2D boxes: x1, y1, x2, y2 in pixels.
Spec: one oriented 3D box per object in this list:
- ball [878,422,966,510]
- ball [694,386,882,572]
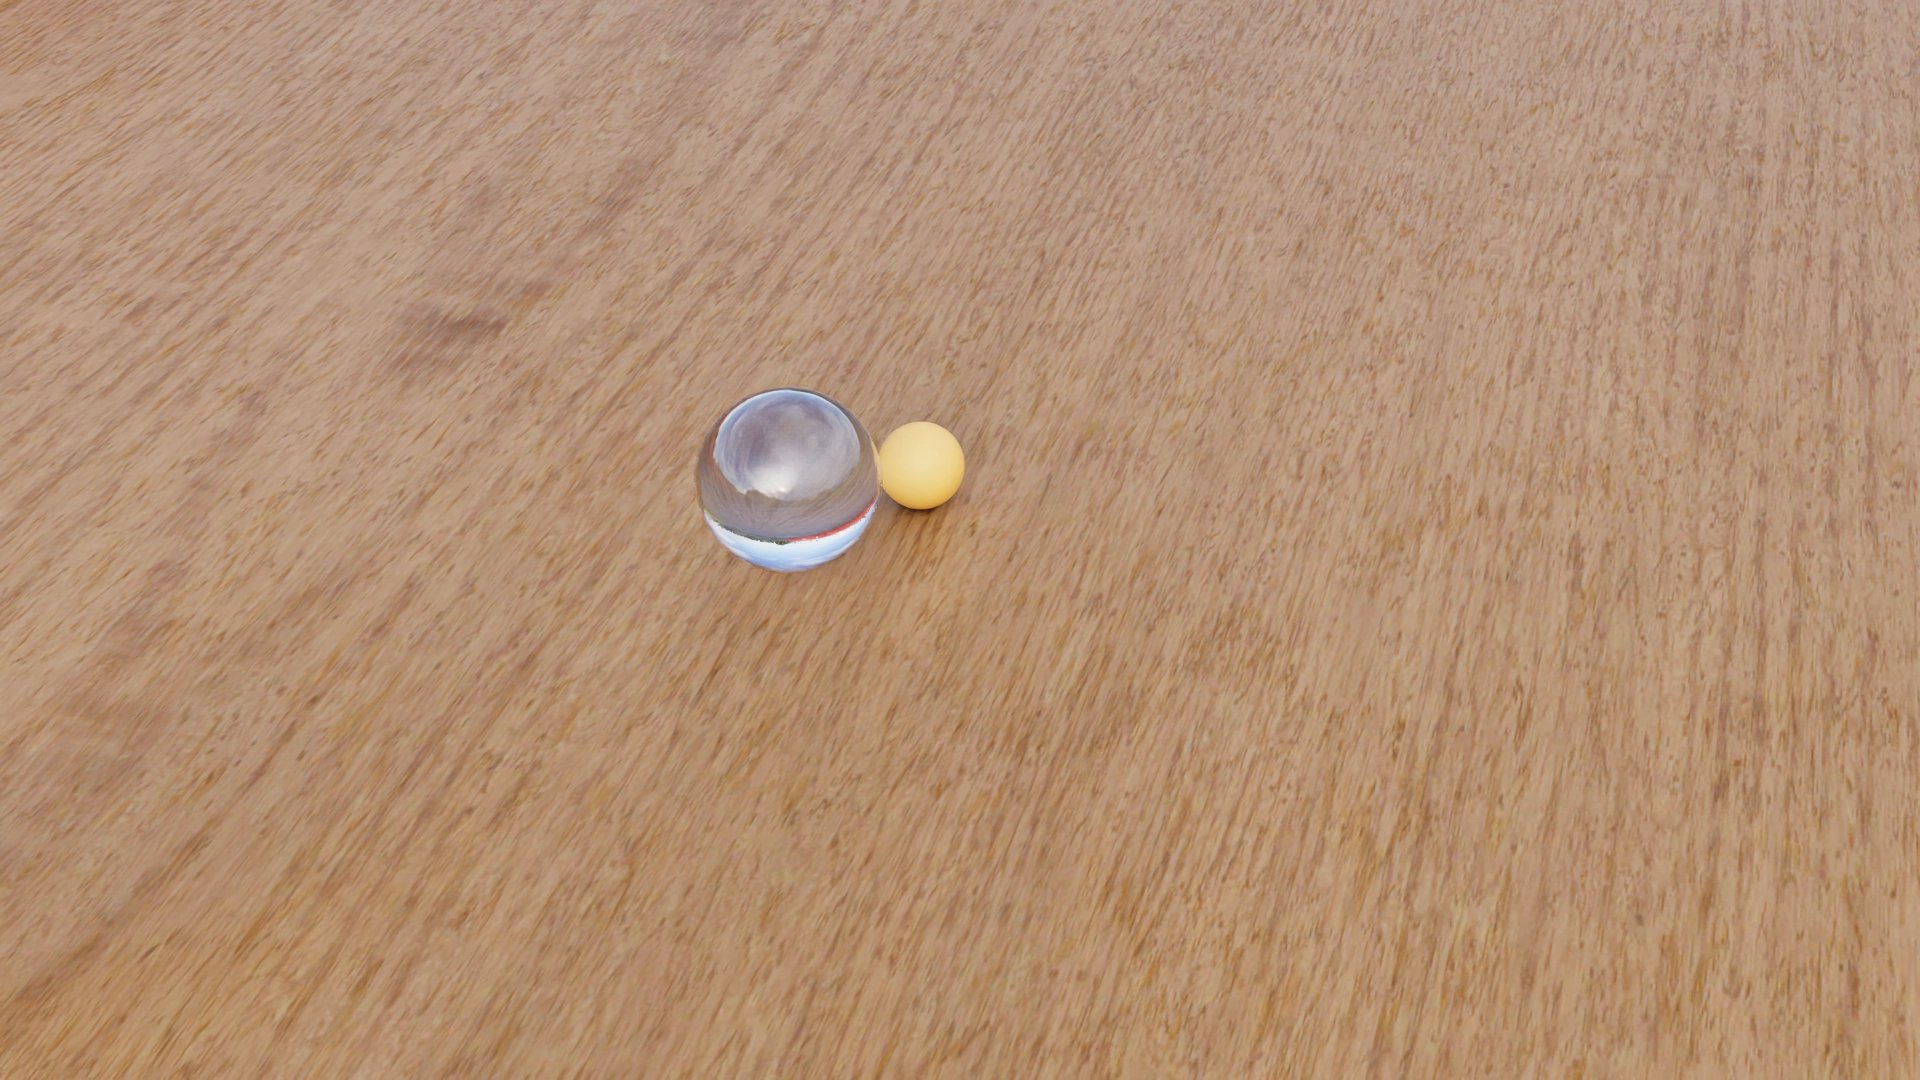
[{"bbox_3d":[-0.021,-0.041,1.612,0.048,0.048,0.048,0,32,0],"label":"ball"},{"bbox_3d":[-0.091,-0.032,1.551,0.098,0.098,0.098,0,32,0],"label":"ball"}]
